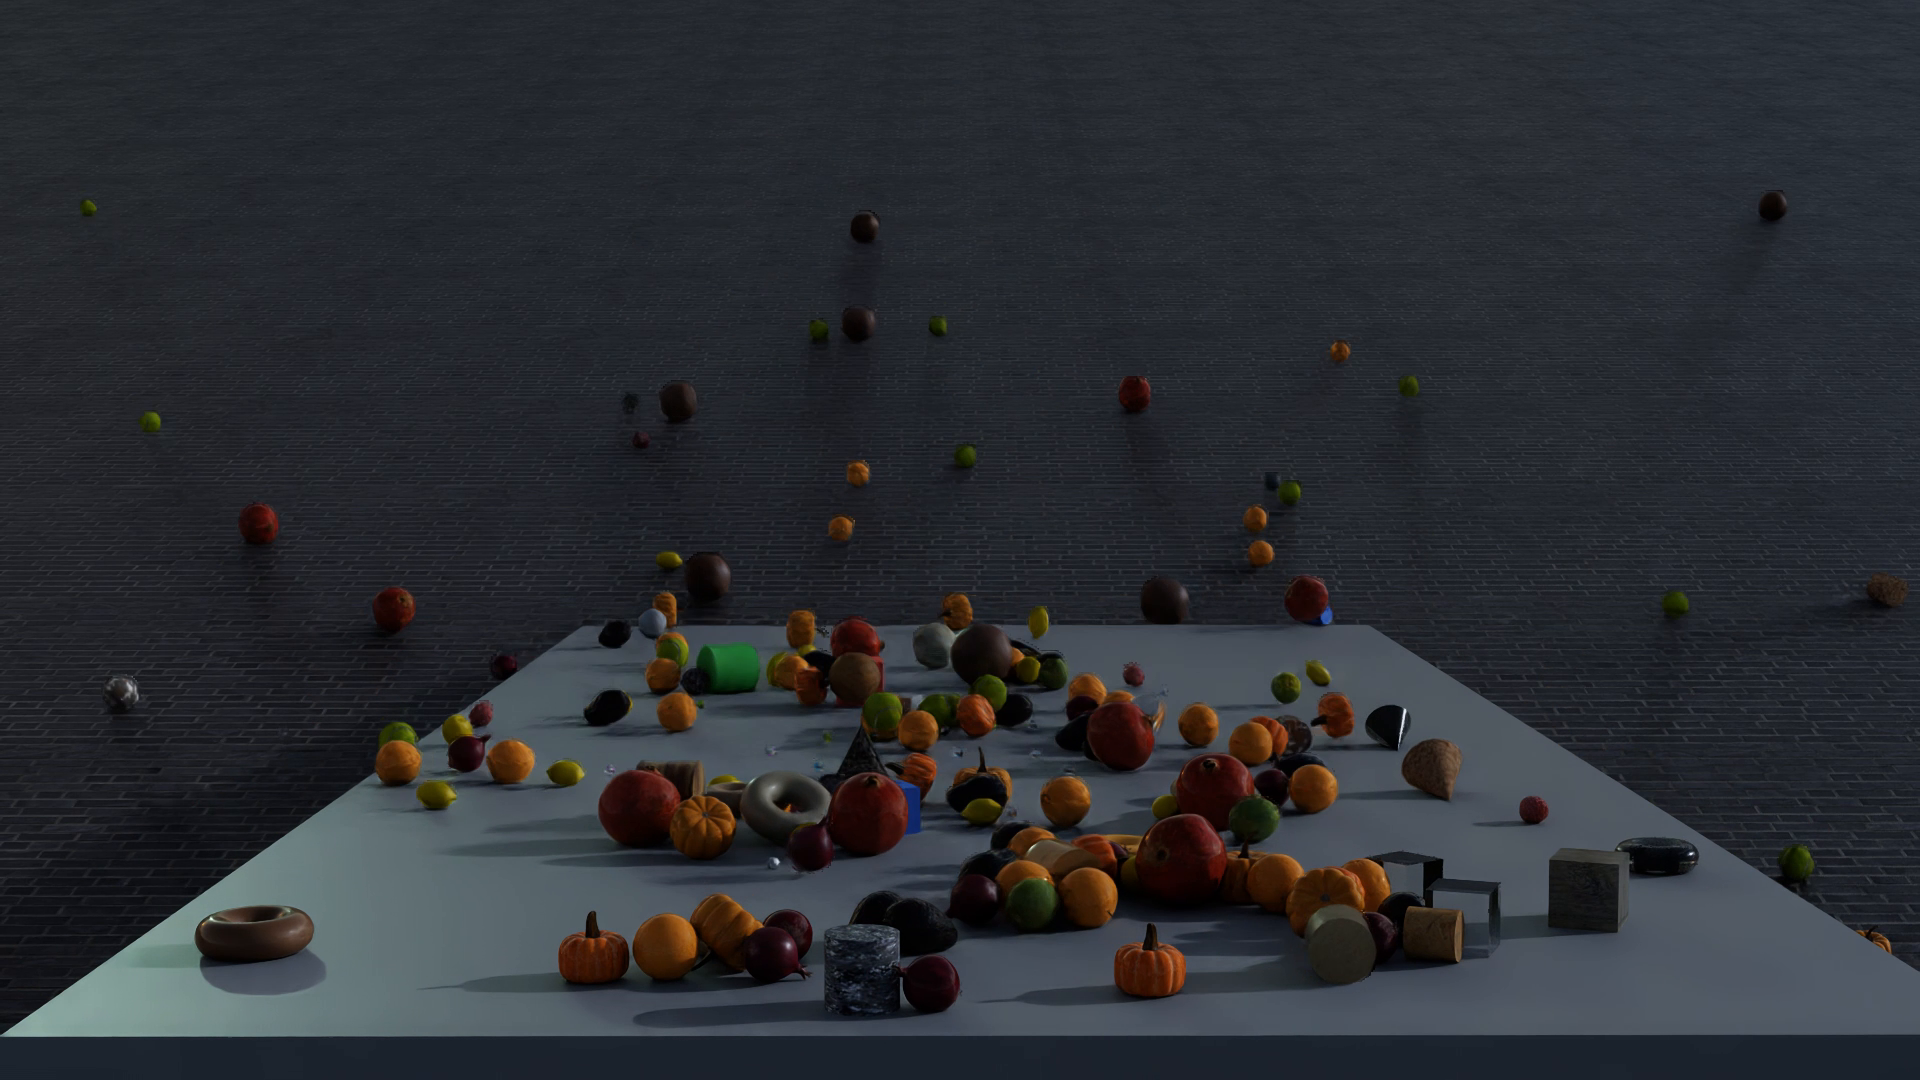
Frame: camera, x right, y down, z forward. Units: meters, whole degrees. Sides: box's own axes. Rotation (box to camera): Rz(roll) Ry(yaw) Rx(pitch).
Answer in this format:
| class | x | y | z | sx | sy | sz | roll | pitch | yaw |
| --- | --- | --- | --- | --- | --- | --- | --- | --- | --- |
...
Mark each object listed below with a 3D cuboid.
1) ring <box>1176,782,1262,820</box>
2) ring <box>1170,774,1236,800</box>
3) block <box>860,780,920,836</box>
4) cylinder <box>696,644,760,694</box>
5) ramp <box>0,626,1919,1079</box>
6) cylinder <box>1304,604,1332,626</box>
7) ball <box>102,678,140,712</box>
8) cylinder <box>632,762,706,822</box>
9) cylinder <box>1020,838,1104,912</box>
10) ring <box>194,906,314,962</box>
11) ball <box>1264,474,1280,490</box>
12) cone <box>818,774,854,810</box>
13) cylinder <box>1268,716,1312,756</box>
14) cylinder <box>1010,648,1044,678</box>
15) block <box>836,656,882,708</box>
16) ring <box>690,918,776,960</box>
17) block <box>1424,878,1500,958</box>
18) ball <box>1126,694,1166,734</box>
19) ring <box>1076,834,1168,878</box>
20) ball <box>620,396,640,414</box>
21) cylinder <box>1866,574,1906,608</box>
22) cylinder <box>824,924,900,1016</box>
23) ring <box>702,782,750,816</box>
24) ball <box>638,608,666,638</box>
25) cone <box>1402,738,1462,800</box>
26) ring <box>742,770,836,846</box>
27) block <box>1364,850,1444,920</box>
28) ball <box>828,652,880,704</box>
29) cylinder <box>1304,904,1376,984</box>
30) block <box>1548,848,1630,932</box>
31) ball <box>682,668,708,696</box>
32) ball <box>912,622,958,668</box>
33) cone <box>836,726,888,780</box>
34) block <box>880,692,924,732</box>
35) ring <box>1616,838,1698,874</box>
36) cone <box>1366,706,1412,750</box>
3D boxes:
| class | x | y | z | sx | sy | sz | roll | pitch | yaw |
| --- | --- | --- | --- | --- | --- | --- | --- | --- | --- |
| ring | 0.382 | 0.384 | 3.787 | 0.130 | 0.043 | 0.130 | -1 | 3 | 0 |
| ring | 0.373 | 0.380 | 3.902 | 0.105 | 0.035 | 0.105 | -1 | 5 | 0 |
| block | -0.100 | 0.382 | 3.652 | 0.066 | 0.066 | 0.066 | -2 | 4 | -24 |
| cylinder | -0.470 | 0.261 | 5.196 | 0.095 | 0.095 | 0.095 | -2 | 18 | -32 |
| ramp | 0.045 | 0.404 | 4.539 | 2.000 | 0.100 | 4.000 | 0 | 4 | 0 |
| cylinder | 0.913 | 0.191 | 6.538 | 0.051 | 0.051 | 0.051 | 3 | 16 | 41 |
| ball | -2.038 | 0.376 | 6.233 | 0.086 | 0.086 | 0.086 | 0 | 19 | 0 |
| cylinder | -0.423 | 0.366 | 3.730 | 0.087 | 0.087 | 0.087 | 0 | 19 | 7 |
| cylinder | 0.126 | 0.411 | 3.144 | 0.077 | 0.077 | 0.077 | -9 | 7 | -23 |
| ring | -0.799 | 0.445 | 2.904 | 0.131 | 0.044 | 0.131 | -1 | 5 | 0 |
| ball | 0.962 | -0.179 | 7.898 | 0.050 | 0.050 | 0.050 | 0 | 19 | 0 |
| cone | -0.195 | 0.390 | 3.814 | 0.059 | 0.059 | 0.059 | 6 | 33 | 18 |
| cylinder | 0.563 | 0.334 | 4.378 | 0.062 | 0.062 | 0.062 | -1 | 4 | -4 |
| cylinder | 0.143 | 0.262 | 5.467 | 0.057 | 0.057 | 0.057 | -7 | 6 | -20 |
| block | -0.197 | 0.277 | 5.016 | 0.088 | 0.088 | 0.088 | 0 | 4 | -3 |
| ring | -0.256 | 0.450 | 2.900 | 0.098 | 0.033 | 0.098 | 1 | 4 | 0 |
| block | 0.571 | 0.429 | 2.914 | 0.072 | 0.072 | 0.072 | 2 | 4 | 22 |
| ball | 0.333 | 0.313 | 4.608 | 0.072 | 0.072 | 0.072 | 0 | 19 | 0 |
| ring | 0.210 | 0.414 | 3.360 | 0.126 | 0.042 | 0.126 | 1 | 3 | 0 |
| ball | -1.118 | -0.460 | 8.695 | 0.062 | 0.062 | 0.062 | 0 | 19 | 0 |
| cylinder | 2.509 | 0.136 | 6.950 | 0.071 | 0.071 | 0.071 | -10 | 28 | -28 |
| cylinder | -0.101 | 0.444 | 2.652 | 0.078 | 0.078 | 0.078 | 0 | 4 | 0 |
| ring | -0.336 | 0.385 | 3.811 | 0.115 | 0.038 | 0.115 | -1 | 4 | 0 |
| ball | -0.749 | 0.202 | 6.244 | 0.070 | 0.070 | 0.070 | 0 | 19 | 0 |
| cone | 0.739 | 0.372 | 3.950 | 0.095 | 0.095 | 0.095 | -2 | 31 | -6 |
| ring | -0.239 | 0.374 | 3.585 | 0.136 | 0.045 | 0.136 | 12 | 32 | -8 |
| block | 0.537 | 0.418 | 3.107 | 0.067 | 0.067 | 0.067 | -3 | 5 | -39 |
| ball | -0.202 | 0.264 | 4.921 | 0.100 | 0.100 | 0.100 | 0 | 19 | 0 |
| cylinder | 0.411 | 0.438 | 2.782 | 0.072 | 0.072 | 0.072 | 1 | 4 | 4 |
| block | 0.747 | 0.415 | 3.048 | 0.081 | 0.081 | 0.081 | 2 | 4 | 23 |
| ball | -0.533 | 0.284 | 5.158 | 0.054 | 0.054 | 0.054 | 0 | 19 | 0 |
| ball | -0.053 | 0.231 | 5.602 | 0.100 | 0.100 | 0.100 | 0 | 19 | 0 |
| cone | -0.158 | 0.339 | 4.139 | 0.084 | 0.084 | 0.084 | 0 | 4 | 0 |
| block | -0.107 | 0.313 | 4.684 | 0.061 | 0.061 | 0.061 | 1 | 4 | 20 |
| ring | 0.916 | 0.415 | 3.375 | 0.109 | 0.036 | 0.109 | -1 | 3 | 0 |
| cone | 0.749 | 0.342 | 4.441 | 0.081 | 0.081 | 0.081 | -1 | 31 | -3 |
